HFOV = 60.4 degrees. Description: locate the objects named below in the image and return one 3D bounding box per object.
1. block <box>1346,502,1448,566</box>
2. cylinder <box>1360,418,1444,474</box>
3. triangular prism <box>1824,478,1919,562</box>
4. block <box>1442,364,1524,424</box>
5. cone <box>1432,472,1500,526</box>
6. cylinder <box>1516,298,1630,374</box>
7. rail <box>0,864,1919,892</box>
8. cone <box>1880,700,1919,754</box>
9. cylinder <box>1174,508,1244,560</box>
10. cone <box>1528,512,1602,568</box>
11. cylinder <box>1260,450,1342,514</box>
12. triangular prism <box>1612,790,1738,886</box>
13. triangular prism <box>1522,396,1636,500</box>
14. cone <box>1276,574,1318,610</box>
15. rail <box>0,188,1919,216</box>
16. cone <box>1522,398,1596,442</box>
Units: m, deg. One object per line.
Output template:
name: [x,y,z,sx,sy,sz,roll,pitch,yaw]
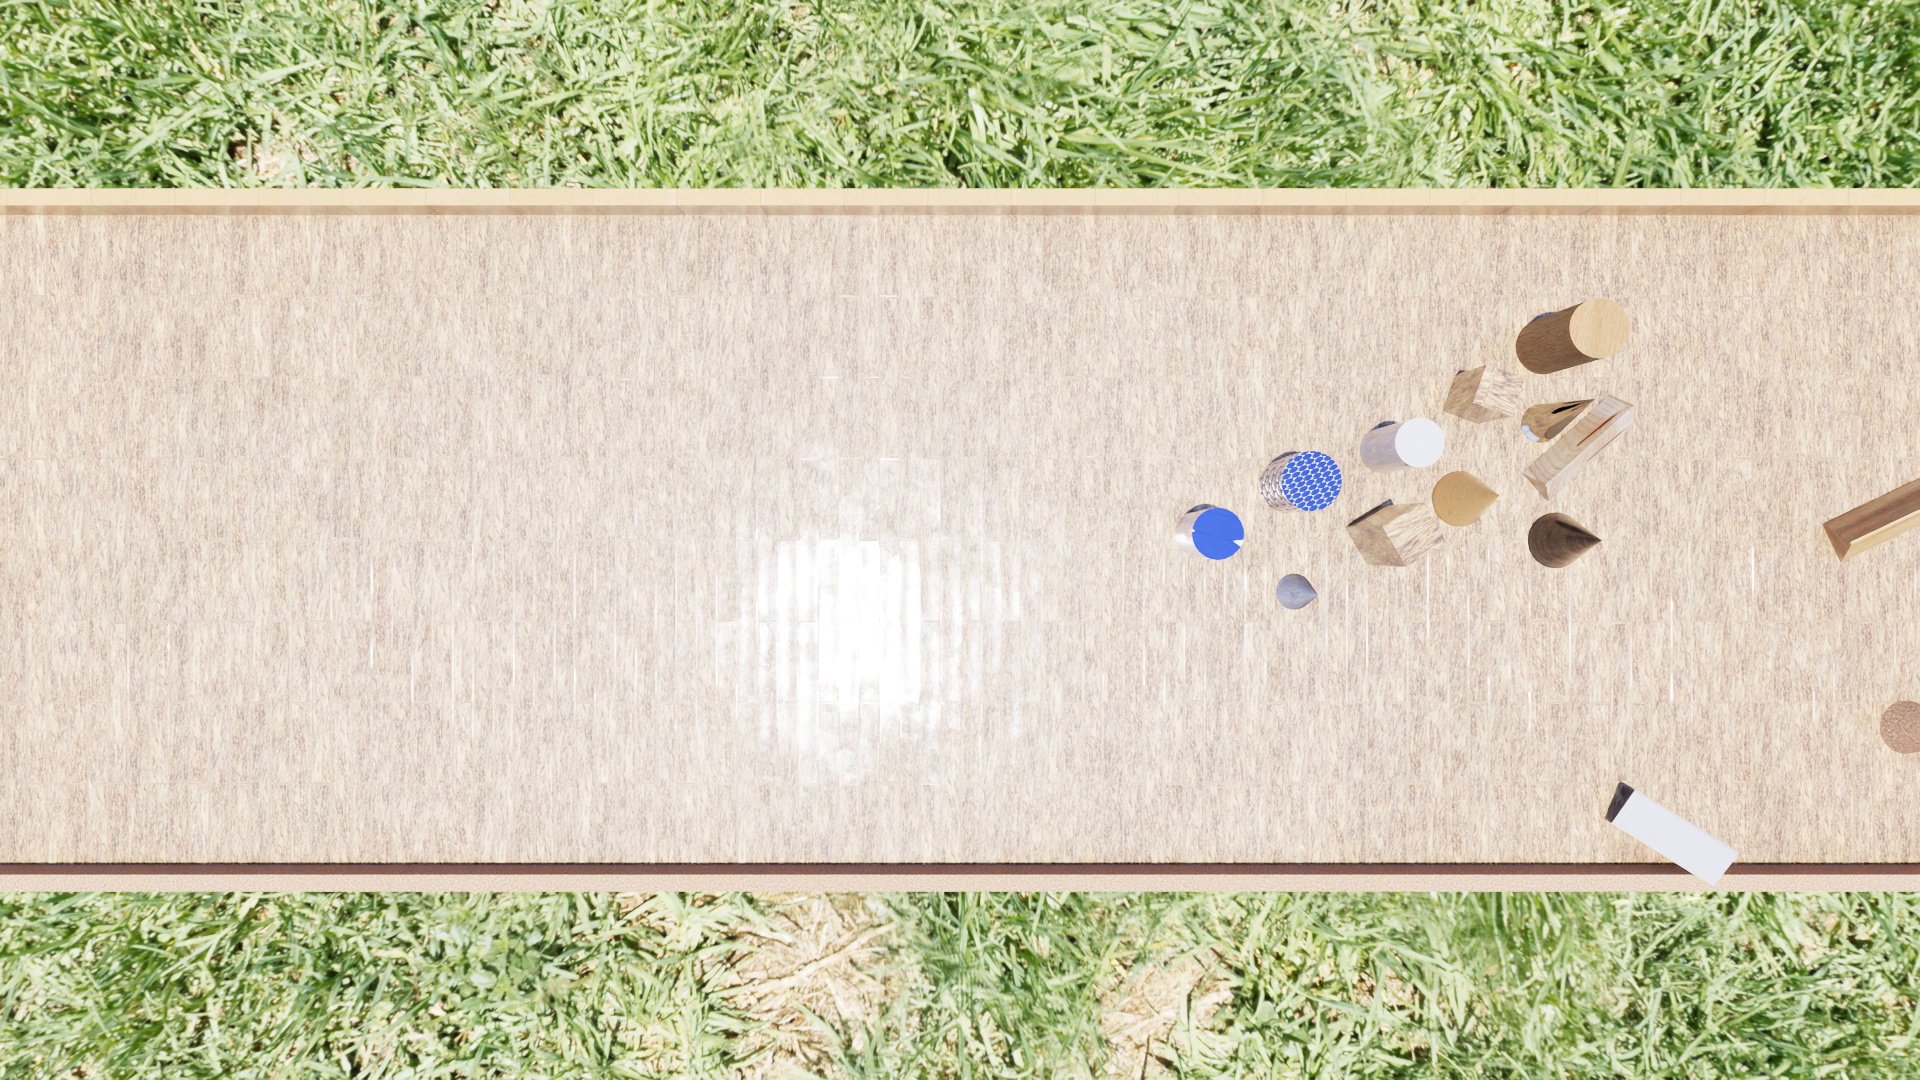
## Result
block: [1.276,-0.015,4.851,0.132,0.450,0.132,-31,90,0]
cylinder: [1.299,-0.275,4.868,0.140,0.418,0.140,0,90,0]
triangular prism: [2.865,-0.077,5.018,0.406,0.111,0.128,-25,90,0]
block: [1.559,-0.433,4.924,0.118,0.305,0.118,20,90,0]
cone: [1.538,-0.127,4.888,0.171,0.378,0.171,0,90,0]
cylinder: [1.795,-0.594,4.852,0.170,0.449,0.170,0,90,0]
rail: [-2.247,1.025,5.001,12.000,0.150,0.050,0,90,0]
cone: [2.913,0.576,4.912,0.165,0.329,0.165,0,90,0]
cylinder: [0.735,-0.018,4.887,0.149,0.380,0.149,0,90,0]
cone: [1.833,0.001,4.892,0.173,0.368,0.173,0,90,0]
cylinder: [1.008,-0.169,4.901,0.173,0.351,0.173,0,90,0]
triangular prism: [2.152,0.867,4.938,0.329,0.122,0.140,33,63,20]
triangular prism: [1.902,-0.283,5.024,0.361,0.100,0.115,-42,90,0]
cone: [1.028,0.159,4.904,0.112,0.344,0.112,0,90,0]
rail: [-2.247,-1.025,5.002,12.000,0.150,0.050,0,90,0]
cone: [1.786,-0.378,4.850,0.121,0.443,0.121,0,85,0]
